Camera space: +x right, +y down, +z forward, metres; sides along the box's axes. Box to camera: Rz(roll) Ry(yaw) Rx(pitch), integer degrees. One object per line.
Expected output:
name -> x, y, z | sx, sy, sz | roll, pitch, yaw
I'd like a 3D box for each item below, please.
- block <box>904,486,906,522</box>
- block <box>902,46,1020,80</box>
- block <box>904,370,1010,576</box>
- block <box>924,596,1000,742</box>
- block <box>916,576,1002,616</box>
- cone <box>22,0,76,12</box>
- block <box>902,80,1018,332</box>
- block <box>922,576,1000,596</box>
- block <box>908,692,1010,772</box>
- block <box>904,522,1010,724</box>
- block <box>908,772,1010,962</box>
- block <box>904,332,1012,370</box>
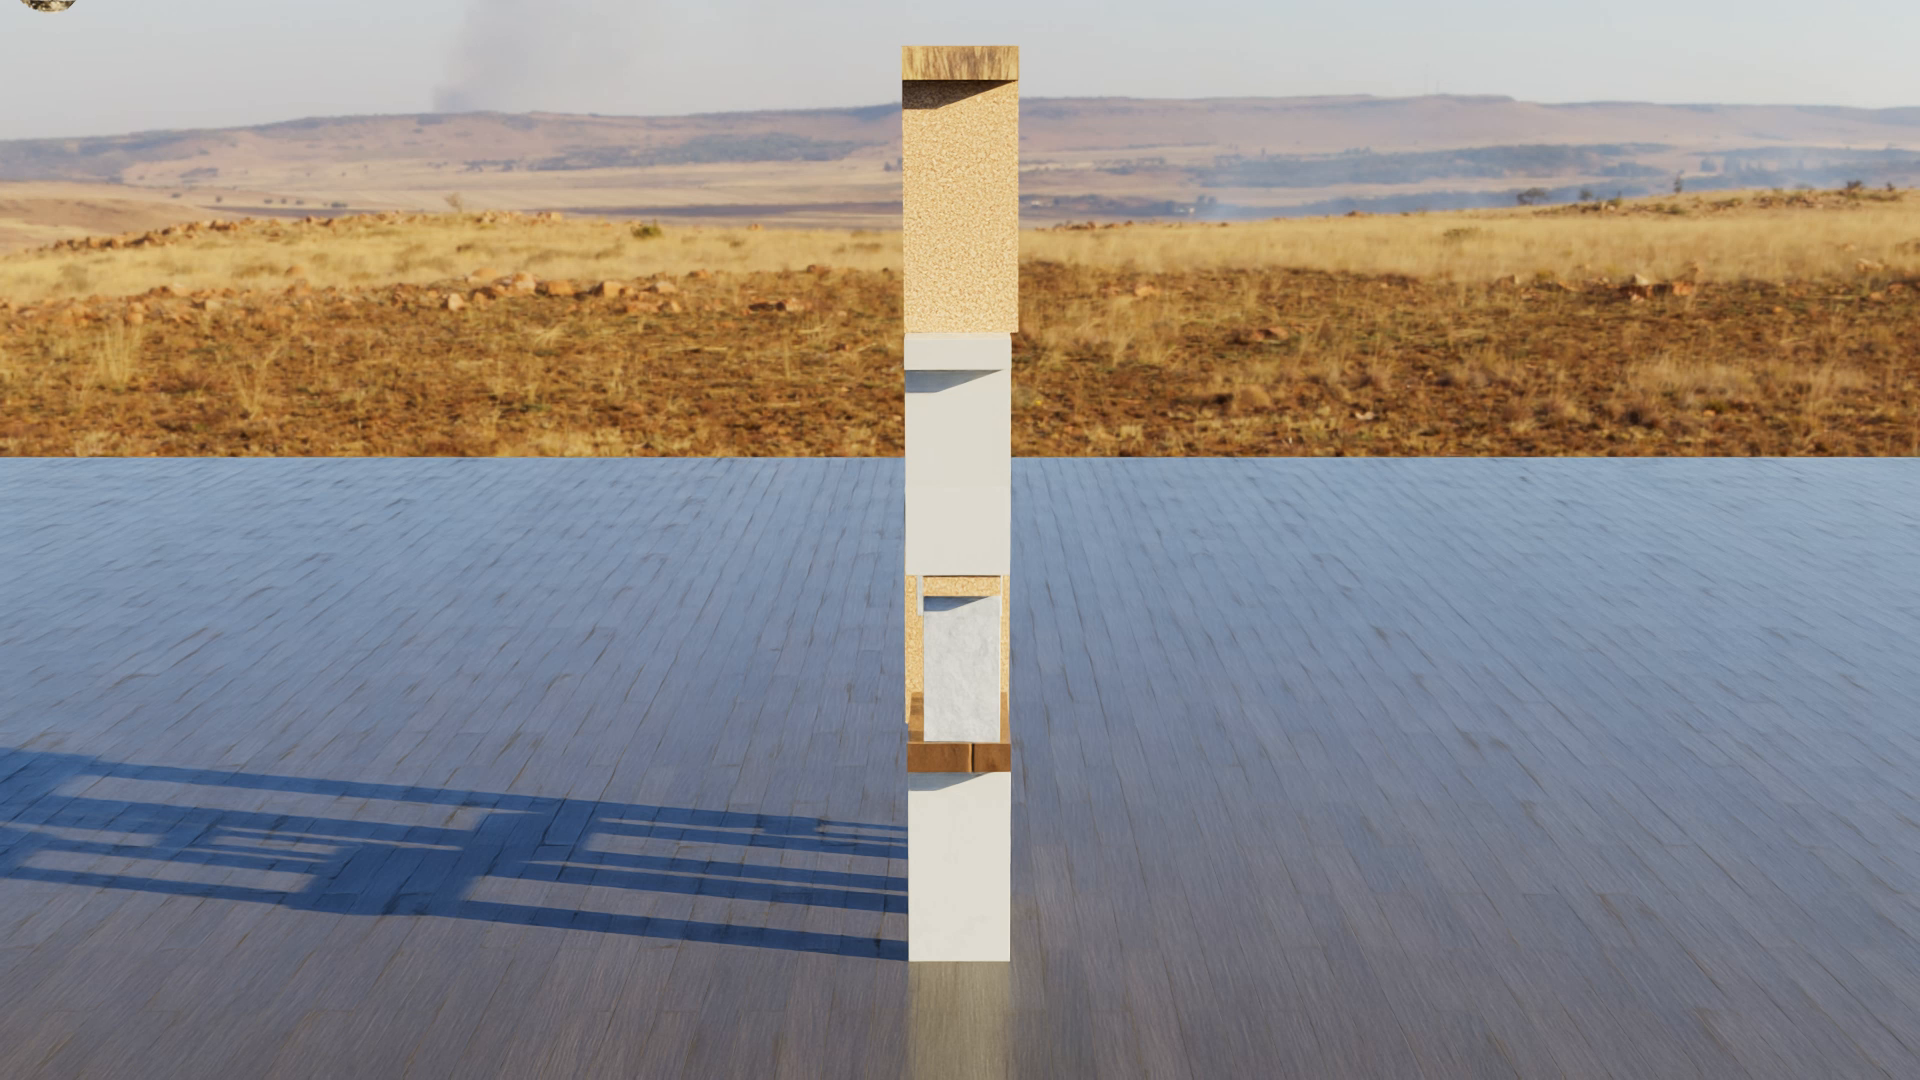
block -> -0.005, -0.083, 3.724 | 0.172, 0.049, 0.344 | 0, 11, 0
block -> 0.001, -0.707, 3.282 | 0.167, 0.047, 0.334 | 0, 10, 0
block -> -0.003, -0.102, 3.204 | 0.152, 0.304, 0.043 | 0, 11, 0
block -> 0.003, 0.187, 3.279 | 0.114, 0.228, 0.032 | 0, 11, 0
block -> -0.001, -0.110, 3.512 | 0.137, 0.465, 0.039 | 0, 10, 0
cone -> -1.990, -1.326, 4.937 | 0.237, 0.237, 0.237 | -5, 7, 31
block -> 0.001, -0.486, 3.210 | 0.167, 0.362, 0.047 | 0, 10, 0
block -> 0.003, 0.045, 3.330 | 0.114, 0.032, 0.228 | 0, 11, 0
block -> -0.001, 0.297, 3.432 | 0.155, 0.044, 0.310 | 0, 11, 0
block -> -0.005, 0.131, 3.647 | 0.172, 0.344, 0.049 | 0, 10, 0
block -> -0.001, 0.489, 3.363 | 0.155, 0.310, 0.044 | 0, 11, 0
block -> -0.003, -0.292, 3.272 | 0.152, 0.043, 0.304 | 0, 11, 0
